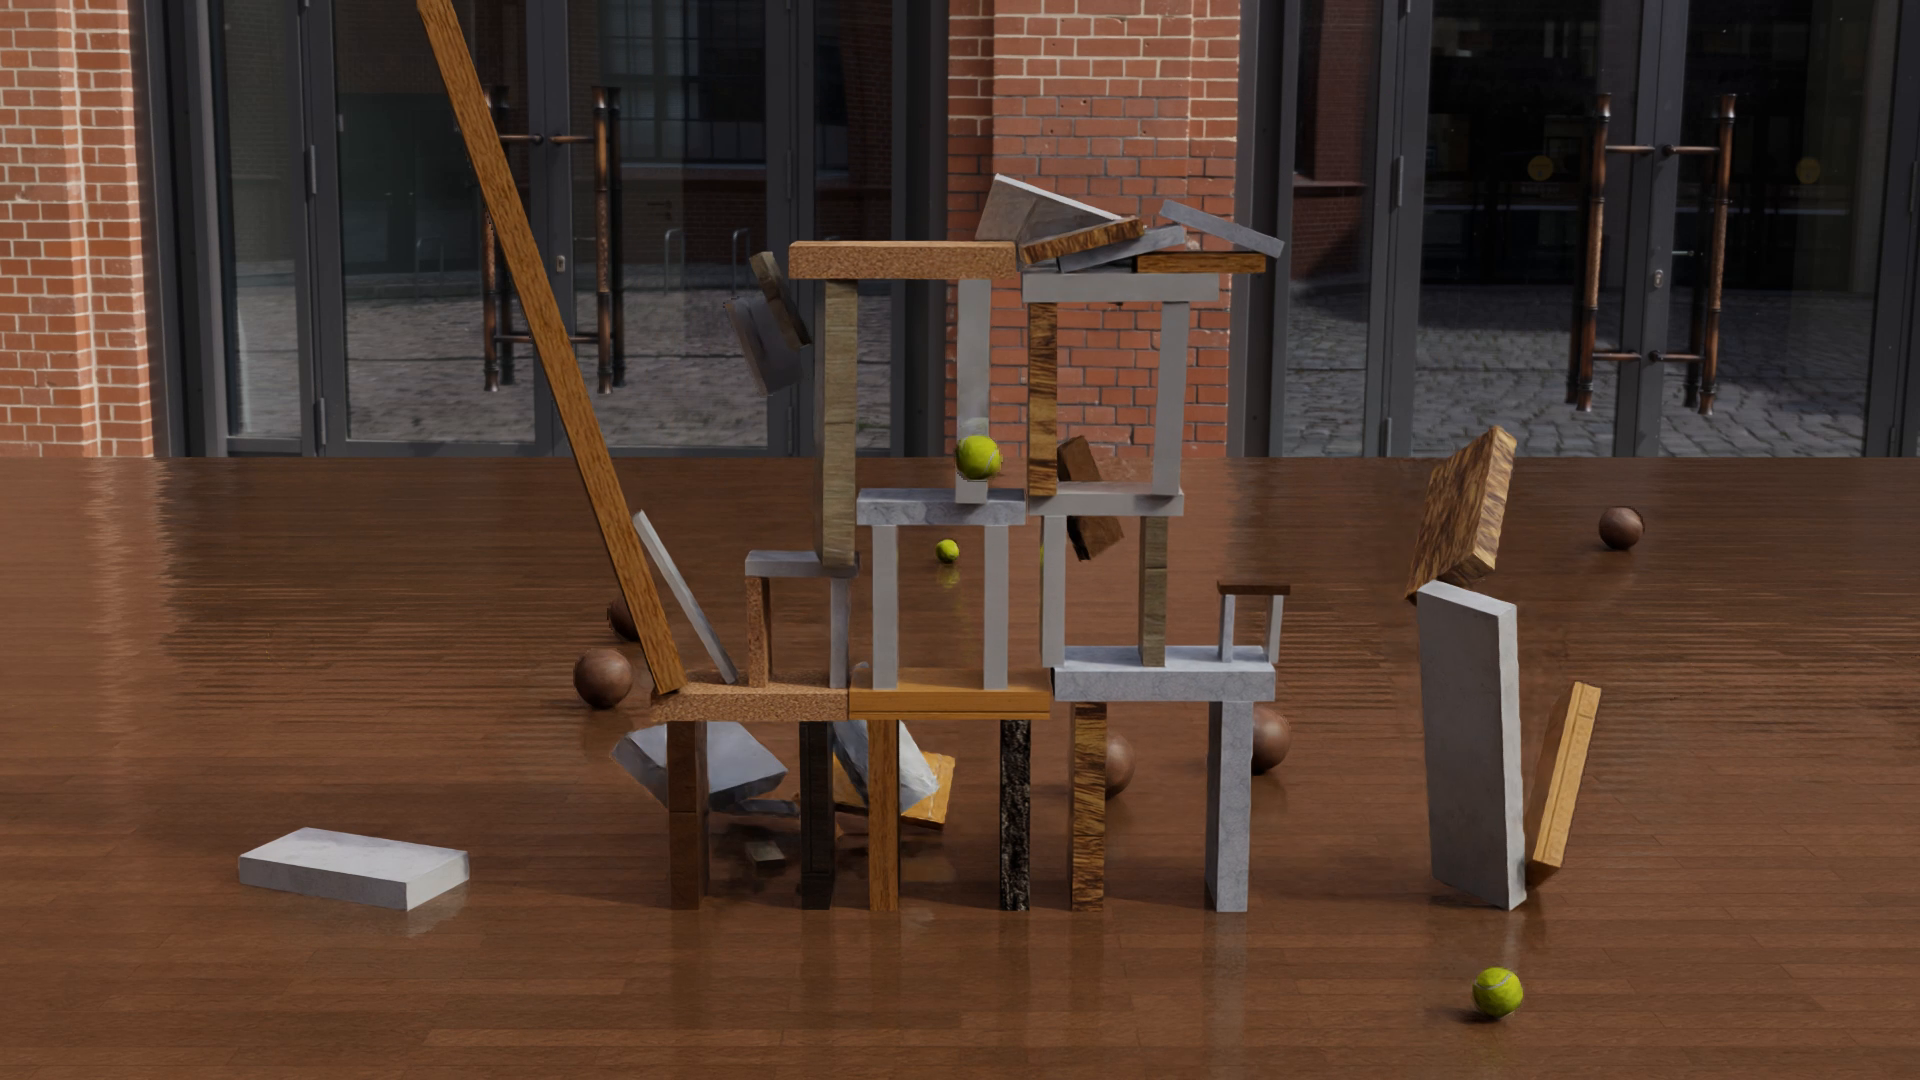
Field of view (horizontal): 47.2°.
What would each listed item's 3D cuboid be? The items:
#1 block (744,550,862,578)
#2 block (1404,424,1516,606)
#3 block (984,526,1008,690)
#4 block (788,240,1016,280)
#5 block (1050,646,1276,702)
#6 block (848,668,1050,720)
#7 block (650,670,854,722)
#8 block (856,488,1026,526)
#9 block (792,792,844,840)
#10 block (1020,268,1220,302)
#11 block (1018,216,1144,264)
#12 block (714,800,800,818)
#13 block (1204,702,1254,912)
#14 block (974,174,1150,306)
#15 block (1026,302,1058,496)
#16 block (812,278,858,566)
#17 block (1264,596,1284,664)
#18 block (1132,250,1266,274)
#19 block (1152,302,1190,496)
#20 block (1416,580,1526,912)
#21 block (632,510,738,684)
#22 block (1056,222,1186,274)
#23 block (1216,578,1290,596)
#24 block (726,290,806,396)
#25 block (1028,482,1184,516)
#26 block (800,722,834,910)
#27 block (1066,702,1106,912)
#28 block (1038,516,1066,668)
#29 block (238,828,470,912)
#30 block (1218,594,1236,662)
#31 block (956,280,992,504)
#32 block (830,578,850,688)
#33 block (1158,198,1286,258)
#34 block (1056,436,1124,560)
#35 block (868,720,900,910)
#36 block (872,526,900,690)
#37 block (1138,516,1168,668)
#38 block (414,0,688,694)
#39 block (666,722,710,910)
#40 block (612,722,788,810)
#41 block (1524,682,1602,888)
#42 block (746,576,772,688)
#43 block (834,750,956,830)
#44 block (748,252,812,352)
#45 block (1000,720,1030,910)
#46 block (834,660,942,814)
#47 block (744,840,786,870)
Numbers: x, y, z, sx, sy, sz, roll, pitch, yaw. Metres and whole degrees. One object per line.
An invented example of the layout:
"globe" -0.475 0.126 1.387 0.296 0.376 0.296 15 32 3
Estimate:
"block" -0.254 0.039 3.573 0.182 0.026 0.091 1 11 1
"block" 0.831 -0.037 3.642 0.158 0.045 0.316 -40 19 44
"block" 0.058 0.097 3.574 0.038 0.268 0.134 0 11 0
"block" -0.089 -0.444 3.480 0.351 0.050 0.176 0 11 0
"block" 0.328 0.218 3.602 0.353 0.050 0.176 0 11 0
"block" -0.017 0.251 3.605 0.322 0.046 0.161 0 11 0
"block" -0.338 0.254 3.608 0.319 0.045 0.159 0 11 0
"block" -0.030 -0.054 3.550 0.268 0.038 0.134 0 11 0
"block" -0.253 0.491 3.920 0.015 0.105 0.053 -40 -8 24
"block" 0.250 -0.404 3.483 0.304 0.043 0.152 0 11 1
"block" 0.189 -0.470 3.447 0.189 0.027 0.094 -14 10 -1
"block" -0.361 0.488 4.009 0.159 0.023 0.080 0 -13 18
"block" 0.444 0.416 3.639 0.050 0.353 0.176 0 11 0
"block" 0.161 -0.487 3.573 0.263 0.131 0.037 19 22 0
"block" 0.131 -0.234 3.520 0.043 0.304 0.152 0 11 0
"block" -0.202 -0.197 3.533 0.050 0.454 0.176 0 11 -9
"block" 0.511 0.139 3.583 0.016 0.112 0.056 3 10 0
"block" 0.375 -0.438 3.466 0.199 0.028 0.099 -1 11 -1
"block" 0.337 -0.234 3.518 0.043 0.304 0.152 3 11 5
"block" 0.825 0.334 3.543 0.045 0.543 0.158 -26 30 -33
"block" -0.448 0.093 3.581 0.015 0.313 0.053 -29 10 4
"block" 0.252 -0.462 3.471 0.199 0.028 0.099 -14 10 2
"block" 0.476 0.076 3.571 0.112 0.016 0.056 0 11 1
"block" -0.316 -0.325 3.586 0.080 0.159 0.023 -26 9 -35
"block" 0.233 -0.067 3.550 0.247 0.035 0.123 0 11 1
"block" -0.236 0.433 3.642 0.045 0.319 0.159 0 11 0
"block" 0.209 0.416 3.639 0.050 0.353 0.176 0 11 0
"block" 0.150 0.073 3.570 0.035 0.247 0.123 0 11 0
"block" -1.026 0.555 3.725 0.344 0.049 0.172 4 11 23
"block" 0.434 0.139 3.583 0.016 0.112 0.056 2 11 0
"block" 0.022 -0.246 3.514 0.050 0.351 0.176 1 11 1
"block" -0.196 0.142 3.588 0.026 0.182 0.091 1 11 1
"block" 0.417 -0.493 3.483 0.199 0.028 0.099 21 10 6
"block" 0.206 -0.071 3.727 0.027 0.189 0.095 -10 17 48
"block" -0.125 0.432 3.638 0.046 0.322 0.161 0 11 0
"block" -0.121 0.097 3.575 0.038 0.268 0.134 0 11 0
"block" 0.313 0.072 3.575 0.035 0.247 0.123 0 11 0
"block" -0.657 -0.350 3.467 0.049 1.237 0.172 -20 12 -10
"block" -0.449 0.433 3.641 0.045 0.319 0.159 0 11 0
"block" -0.460 0.398 3.934 0.172 0.049 0.344 41 17 17
"block" 0.997 0.410 3.680 0.045 0.316 0.158 17 -19 6
"block" -0.328 0.142 3.593 0.026 0.182 0.091 0 11 3
"block" -0.149 0.439 4.006 0.263 0.131 0.037 11 -30 -1
"block" -0.285 -0.379 3.495 0.023 0.159 0.080 -23 4 10
"block" 0.090 0.432 3.638 0.046 0.322 0.161 0 11 0
"block" -0.155 0.358 3.883 0.131 0.263 0.037 -30 -1 -37
"block" -0.341 0.550 3.844 0.053 0.015 0.105 -3 11 -16
